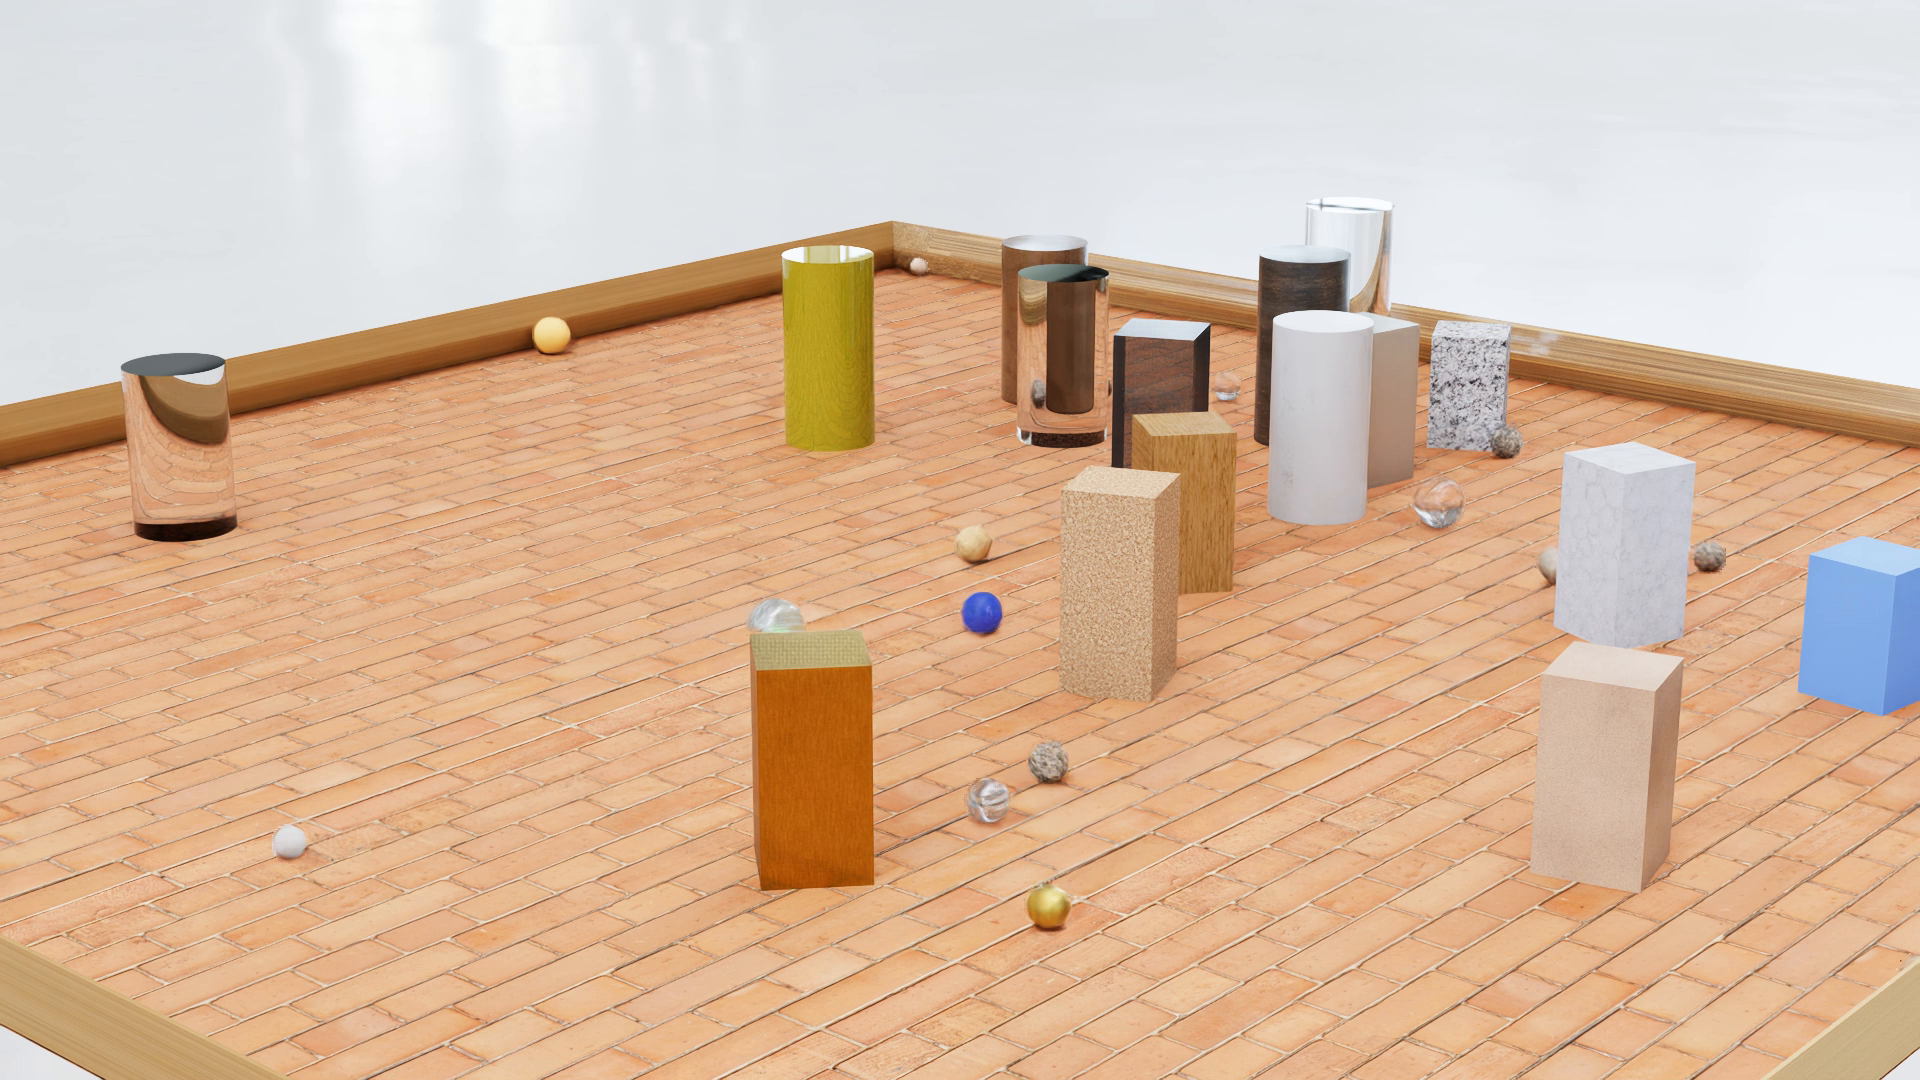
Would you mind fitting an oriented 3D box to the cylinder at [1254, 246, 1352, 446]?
[{"bbox_3d":[0.709,-0.400,6.081,0.189,0.393,0.189,0,17,0],"label":"cylinder"}]

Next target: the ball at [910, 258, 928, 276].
[{"bbox_3d":[-0.110,-0.721,7.741,0.048,0.048,0.048,0,17,0],"label":"ball"}]

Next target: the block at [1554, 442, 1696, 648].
[{"bbox_3d":[1.105,0.009,4.882,0.151,0.304,0.151,-9,19,-27],"label":"block"}]

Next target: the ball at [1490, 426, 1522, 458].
[{"bbox_3d":[1.115,-0.199,5.986,0.064,0.064,0.064,0,17,0],"label":"ball"}]

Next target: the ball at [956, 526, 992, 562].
[{"bbox_3d":[0.025,0.007,5.302,0.065,0.065,0.065,0,17,0],"label":"ball"}]

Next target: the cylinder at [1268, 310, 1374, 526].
[{"bbox_3d":[0.683,-0.233,5.564,0.189,0.372,0.189,0,17,0],"label":"cylinder"}]

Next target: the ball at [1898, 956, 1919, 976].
[{"bbox_3d":[1.174,0.534,3.587,0.049,0.049,0.049,0,17,0],"label":"ball"}]

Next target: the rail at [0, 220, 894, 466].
[{"bbox_3d":[-1.498,-0.346,6.366,0.045,0.122,4.073,14,22,39],"label":"rail"}]

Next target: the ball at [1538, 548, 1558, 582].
[{"bbox_3d":[1.055,0.044,5.184,0.062,0.062,0.062,0,17,0],"label":"ball"}]

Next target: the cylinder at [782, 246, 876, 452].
[{"bbox_3d":[-0.271,-0.398,6.073,0.189,0.393,0.189,0,17,0],"label":"cylinder"}]

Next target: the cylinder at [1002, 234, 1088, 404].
[{"bbox_3d":[0.185,-0.482,6.433,0.189,0.347,0.189,0,17,0],"label":"cylinder"}]

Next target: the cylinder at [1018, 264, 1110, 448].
[{"bbox_3d":[0.214,-0.384,6.104,0.189,0.349,0.189,0,17,0],"label":"cylinder"}]

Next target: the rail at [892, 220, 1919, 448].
[{"bbox_3d":[1.320,-0.409,6.576,4.014,0.122,0.045,14,22,39],"label":"rail"}]

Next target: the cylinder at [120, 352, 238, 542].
[{"bbox_3d":[-1.456,-0.174,5.469,0.189,0.315,0.189,0,17,0],"label":"cylinder"}]

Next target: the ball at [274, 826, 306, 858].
[{"bbox_3d":[-0.913,0.412,3.996,0.044,0.044,0.044,0,17,0],"label":"ball"}]

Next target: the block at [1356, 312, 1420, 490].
[{"bbox_3d":[0.797,-0.276,5.810,0.151,0.313,0.151,-13,21,-37],"label":"block"}]

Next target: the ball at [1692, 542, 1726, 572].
[{"bbox_3d":[1.339,0.030,5.241,0.055,0.055,0.055,0,17,0],"label":"ball"}]

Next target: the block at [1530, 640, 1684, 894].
[{"bbox_3d":[0.870,0.303,3.942,0.151,0.285,0.151,9,19,26],"label":"block"}]

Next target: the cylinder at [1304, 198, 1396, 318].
[{"bbox_3d":[0.828,-0.494,6.288,0.189,0.453,0.189,0,17,0],"label":"cylinder"}]

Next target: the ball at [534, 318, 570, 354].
[{"bbox_3d":[-0.956,-0.480,6.877,0.086,0.086,0.086,0,17,0],"label":"ball"}]

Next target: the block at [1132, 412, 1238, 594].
[{"bbox_3d":[0.391,-0.065,5.157,0.151,0.288,0.151,-3,17,-9],"label":"block"}]

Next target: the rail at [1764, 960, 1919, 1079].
[{"bbox_3d":[1.498,0.407,3.876,0.045,0.122,4.073,14,22,39],"label":"rail"}]

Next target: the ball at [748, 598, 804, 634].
[{"bbox_3d":[-0.300,0.143,4.806,0.092,0.092,0.092,0,17,0],"label":"ball"}]

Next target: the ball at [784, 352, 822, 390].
[{"bbox_3d":[-0.350,-0.376,6.531,0.086,0.086,0.086,0,17,0],"label":"ball"}]

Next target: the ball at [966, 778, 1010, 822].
[{"bbox_3d":[0.040,0.366,4.120,0.062,0.062,0.062,0,17,0],"label":"ball"}]

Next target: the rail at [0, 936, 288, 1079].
[{"bbox_3d":[-1.320,0.470,3.666,4.014,0.122,0.045,14,22,39],"label":"rail"}]

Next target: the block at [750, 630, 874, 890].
[{"bbox_3d":[-0.199,0.293,3.931,0.151,0.310,0.151,-2,17,-7],"label":"block"}]

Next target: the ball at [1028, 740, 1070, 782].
[{"bbox_3d":[0.129,0.322,4.269,0.059,0.059,0.059,0,17,0],"label":"ball"}]

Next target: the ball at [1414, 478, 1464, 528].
[{"bbox_3d":[0.900,-0.070,5.506,0.094,0.094,0.094,0,17,0],"label":"ball"}]

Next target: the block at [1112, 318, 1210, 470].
[{"bbox_3d":[0.376,-0.214,5.501,0.151,0.372,0.151,5,18,16],"label":"block"}]

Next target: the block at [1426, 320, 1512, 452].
[{"bbox_3d":[1.057,-0.320,6.087,0.151,0.237,0.151,4,17,13],"label":"block"}]

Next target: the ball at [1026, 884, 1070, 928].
[{"bbox_3d":[0.114,0.472,3.778,0.056,0.056,0.056,0,17,0],"label":"ball"}]

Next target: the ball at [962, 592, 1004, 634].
[{"bbox_3d":[0.037,0.121,4.914,0.071,0.071,0.071,0,17,0],"label":"ball"}]

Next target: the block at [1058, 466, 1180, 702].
[{"bbox_3d":[0.253,0.068,4.636,0.151,0.333,0.151,6,18,18],"label":"block"}]

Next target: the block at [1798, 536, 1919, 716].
[{"bbox_3d":[1.432,0.133,4.604,0.151,0.228,0.151,-15,22,-40],"label":"block"}]

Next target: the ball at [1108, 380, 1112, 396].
[{"bbox_3d":[0.303,-0.333,6.433,0.062,0.062,0.062,0,17,0],"label":"ball"}]

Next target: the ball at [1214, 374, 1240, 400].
[{"bbox_3d":[0.588,-0.336,6.446,0.060,0.060,0.060,0,17,0],"label":"ball"}]

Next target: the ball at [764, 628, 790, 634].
[{"bbox_3d":[-0.291,0.180,4.709,0.077,0.077,0.077,0,17,0],"label":"ball"}]
